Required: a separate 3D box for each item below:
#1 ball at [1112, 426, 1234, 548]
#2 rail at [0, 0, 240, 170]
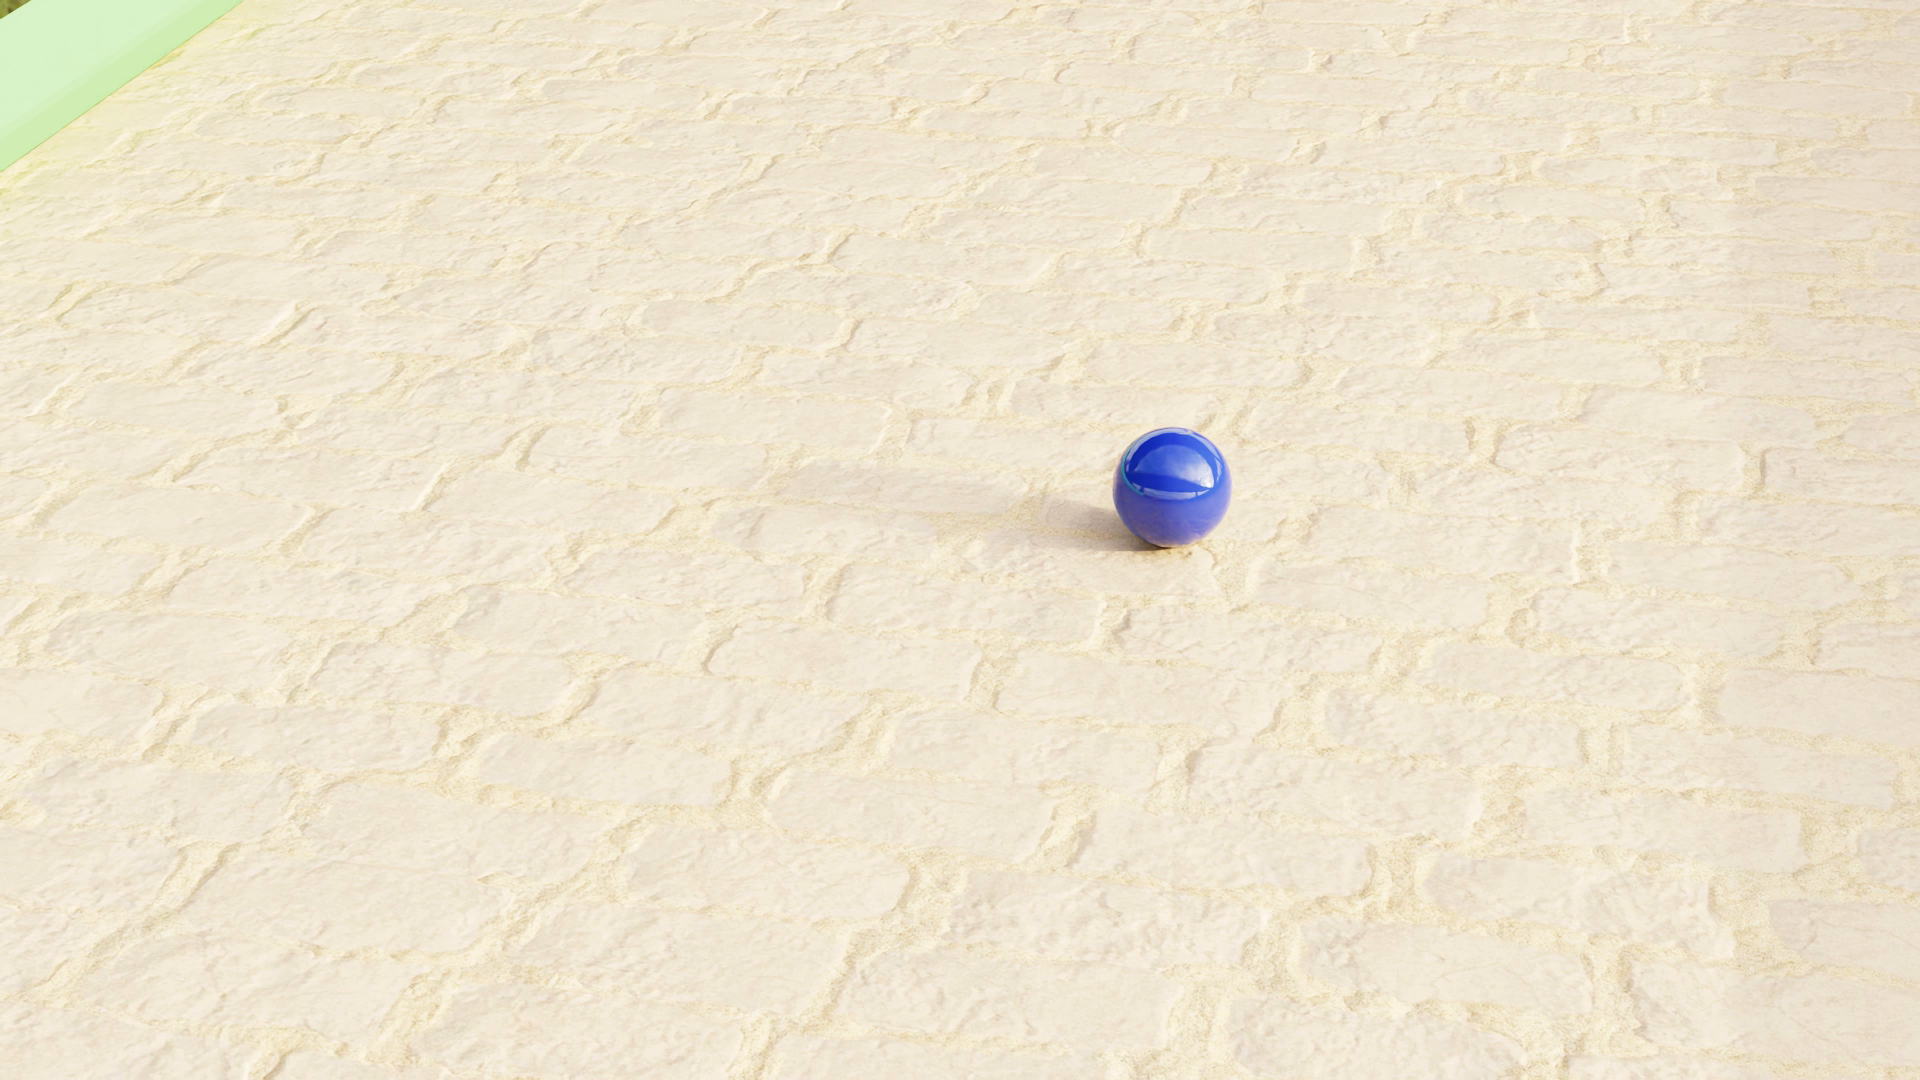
[{"bbox_3d":[0.127,-0.032,1.764,0.073,0.073,0.073,0,28,0],"label":"ball"},{"bbox_3d":[-0.646,-0.522,2.629,0.045,0.112,3.552,6,29,11],"label":"rail"}]
